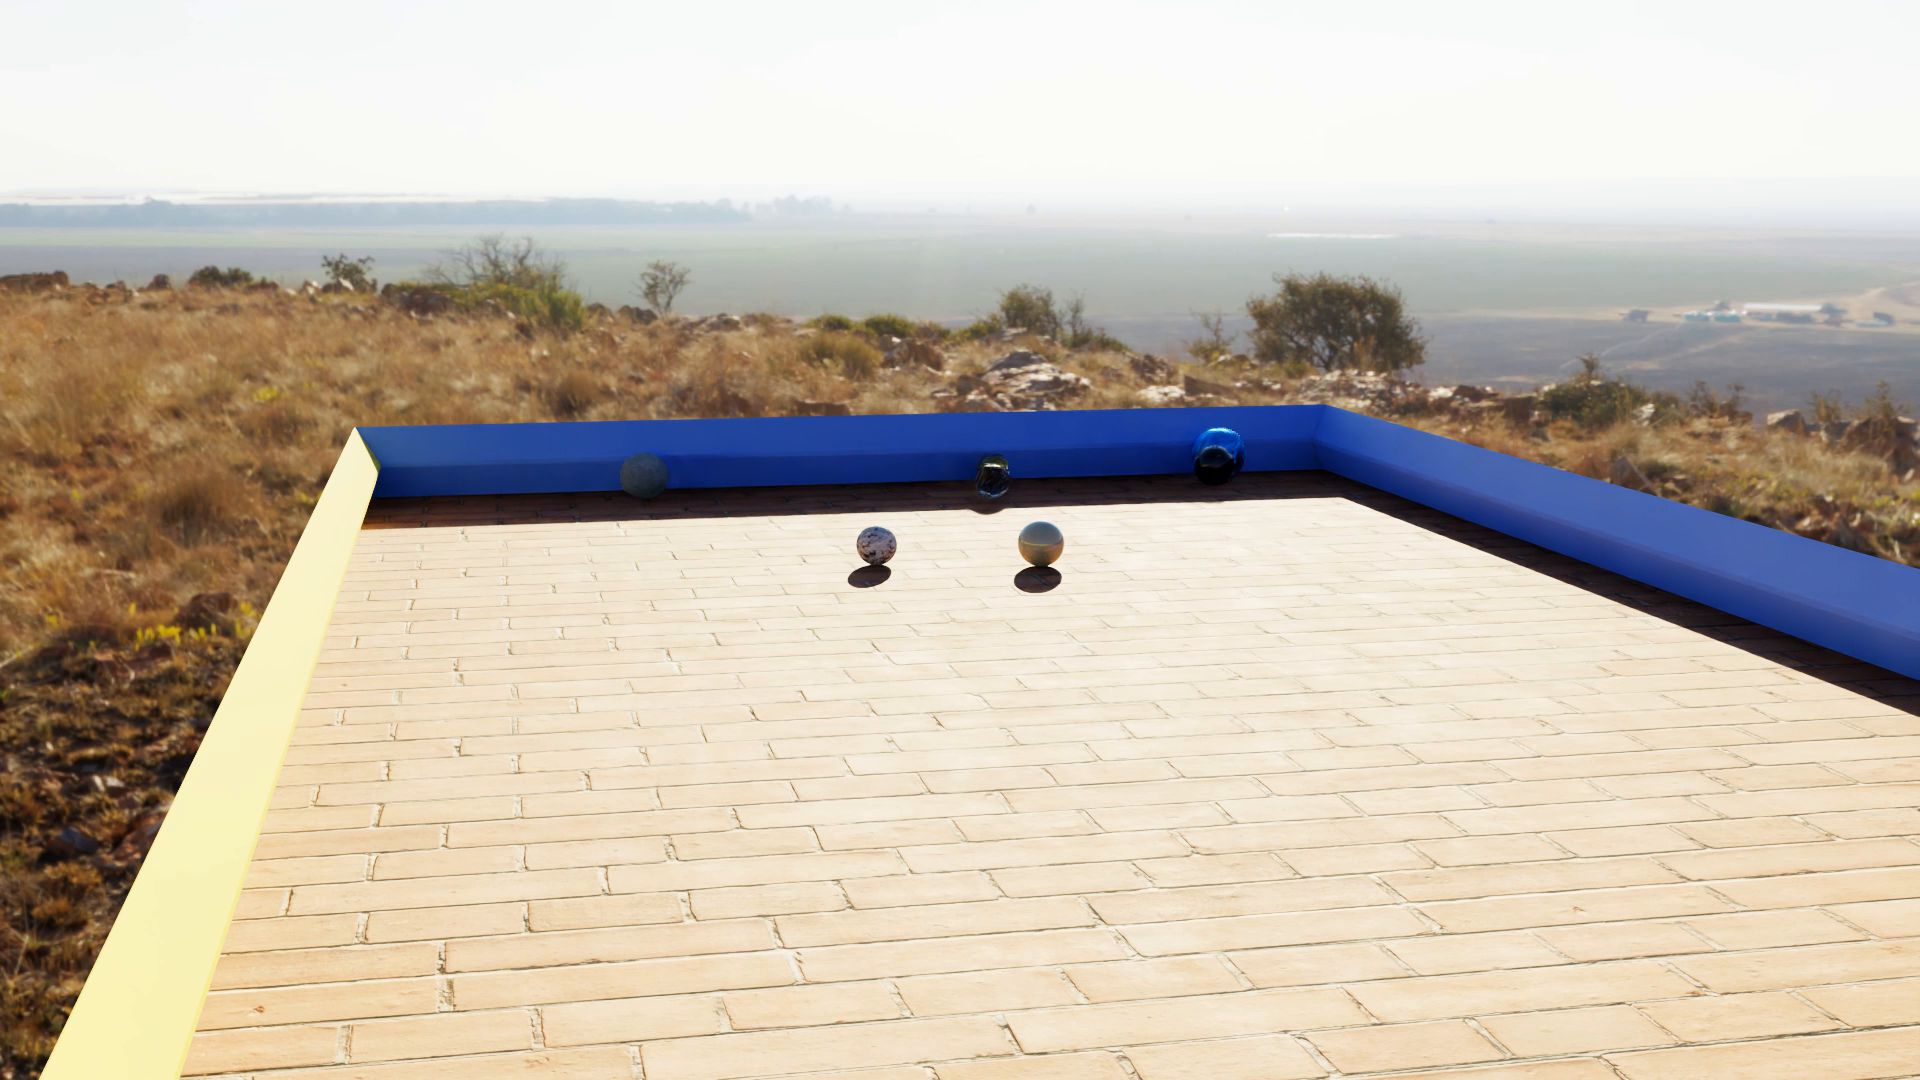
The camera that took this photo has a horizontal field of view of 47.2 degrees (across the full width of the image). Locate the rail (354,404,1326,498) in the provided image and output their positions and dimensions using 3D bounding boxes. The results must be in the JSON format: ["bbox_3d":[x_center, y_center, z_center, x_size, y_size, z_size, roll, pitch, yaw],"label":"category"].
[{"bbox_3d":[-0.177,-0.166,4.075,1.828,0.125,0.045,-2,10,-12],"label":"rail"}]

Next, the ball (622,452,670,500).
[{"bbox_3d":[-0.558,-0.114,3.902,0.083,0.083,0.083,0,10,0],"label":"ball"}]

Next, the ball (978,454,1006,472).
[{"bbox_3d":[0.059,-0.133,4.098,0.054,0.054,0.054,0,10,0],"label":"ball"}]

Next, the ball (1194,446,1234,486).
[{"bbox_3d":[0.471,-0.138,4.067,0.075,0.075,0.075,0,10,0],"label":"ball"}]

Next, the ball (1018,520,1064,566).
[{"bbox_3d":[0.119,0.005,3.236,0.069,0.069,0.069,0,10,0],"label":"ball"}]

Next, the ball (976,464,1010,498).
[{"bbox_3d":[0.058,-0.104,3.905,0.061,0.061,0.061,0,10,0],"label":"ball"}]

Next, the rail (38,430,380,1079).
[{"bbox_3d":[-0.688,0.142,2.250,0.045,0.125,3.449,-2,10,-12],"label":"rail"}]

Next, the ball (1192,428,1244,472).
[{"bbox_3d":[0.486,-0.162,4.147,0.096,0.096,0.096,0,10,0],"label":"ball"}]

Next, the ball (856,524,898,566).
[{"bbox_3d":[-0.123,0.007,3.248,0.060,0.060,0.060,0,10,0],"label":"ball"}]

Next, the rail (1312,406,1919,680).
[{"bbox_3d":[1.052,0.079,2.620,0.045,0.125,3.449,-2,10,-12],"label":"rail"}]
